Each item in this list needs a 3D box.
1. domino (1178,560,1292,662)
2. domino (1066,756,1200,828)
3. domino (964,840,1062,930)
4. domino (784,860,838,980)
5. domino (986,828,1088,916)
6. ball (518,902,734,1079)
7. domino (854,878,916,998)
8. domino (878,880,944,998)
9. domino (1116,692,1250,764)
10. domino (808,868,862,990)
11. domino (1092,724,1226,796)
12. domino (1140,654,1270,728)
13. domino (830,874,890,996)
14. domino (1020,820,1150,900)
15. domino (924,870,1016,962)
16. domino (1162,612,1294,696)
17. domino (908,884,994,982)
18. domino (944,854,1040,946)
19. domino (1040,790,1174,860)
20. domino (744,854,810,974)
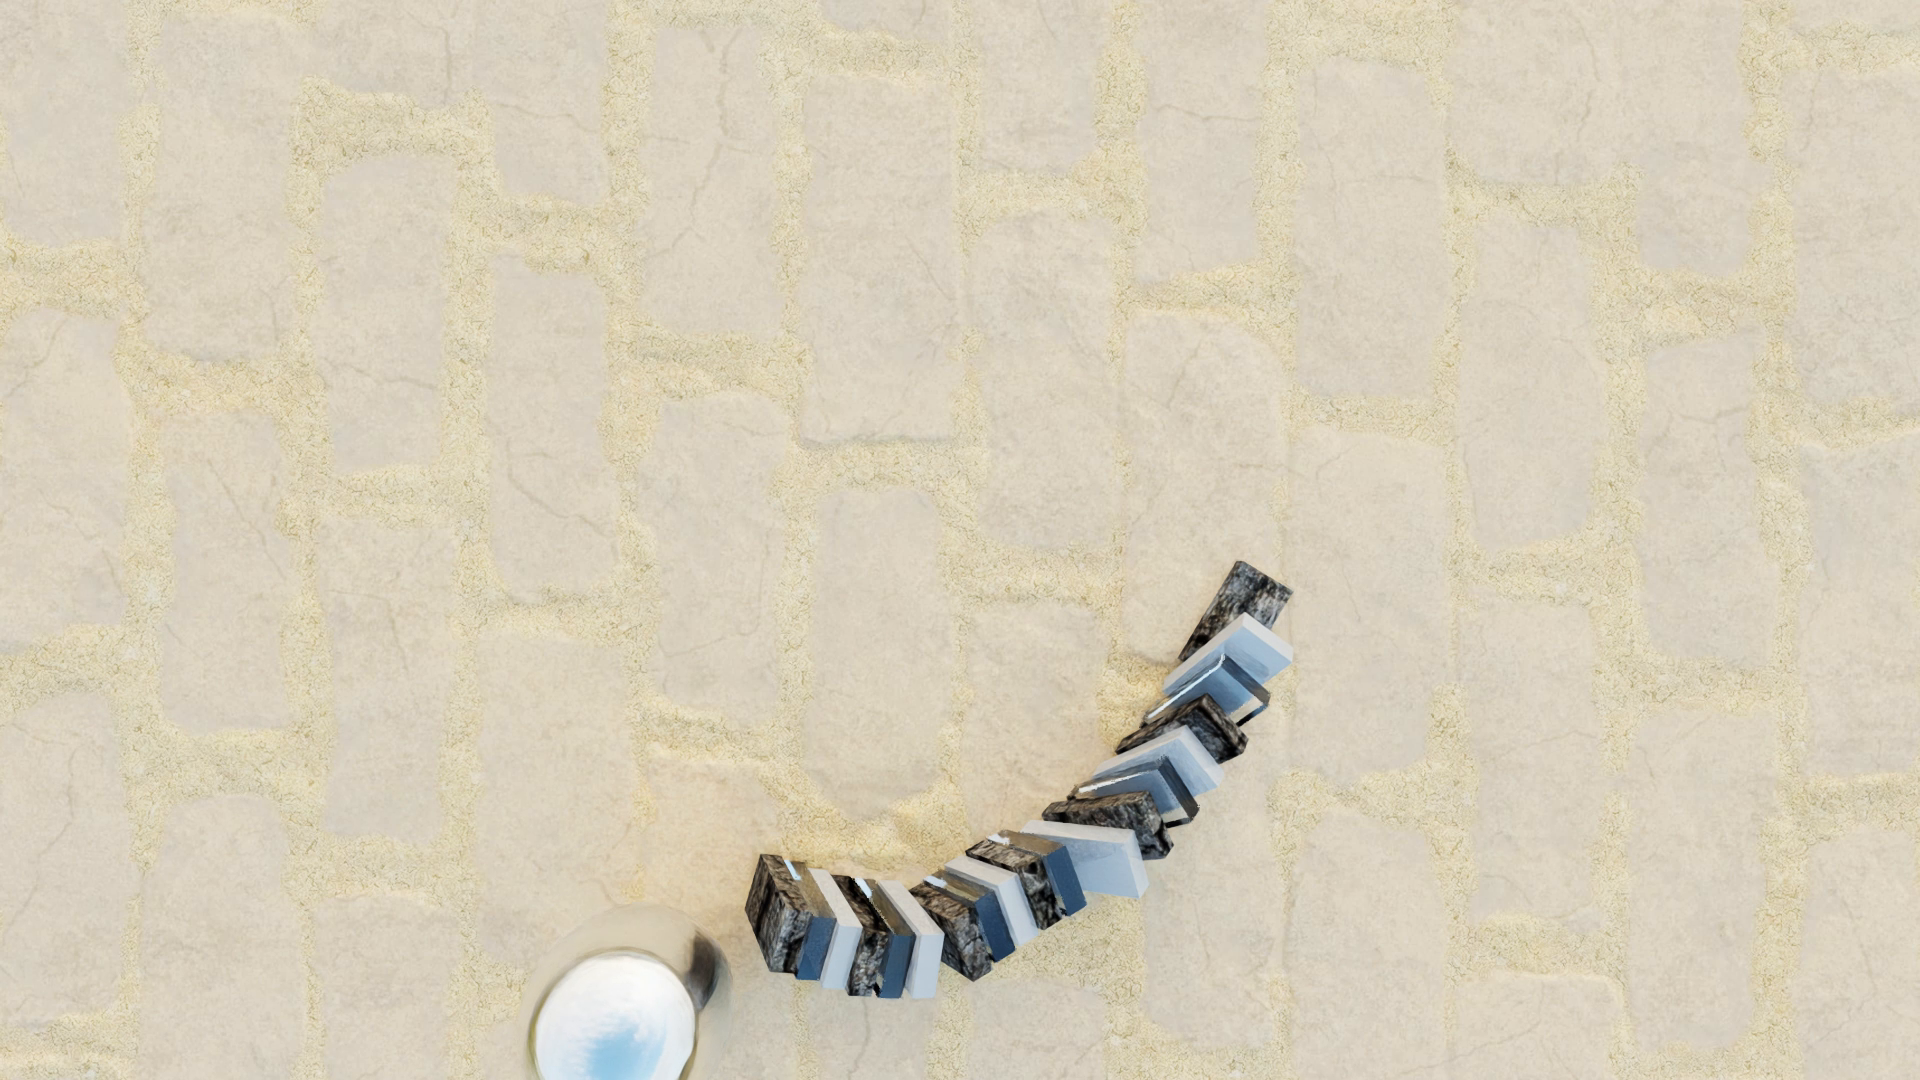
[{"bbox_3d":[0.119,0.037,0.395,0.025,0.009,0.050,31,90,0],"label":"domino"},{"bbox_3d":[0.071,0.109,0.380,0.050,0.009,0.025,-32,91,40],"label":"domino"},{"bbox_3d":[0.021,0.141,0.376,0.009,0.050,0.025,-20,90,-27],"label":"domino"},{"bbox_3d":[-0.065,0.154,0.375,0.009,0.050,0.025,16,90,-25],"label":"domino"},{"bbox_3d":[0.031,0.135,0.376,0.010,0.050,0.025,-20,90,-27],"label":"domino"},{"bbox_3d":[-0.130,0.185,0.360,0.080,0.080,0.080,0,90,0],"label":"ball"},{"bbox_3d":[-0.034,0.162,0.375,0.010,0.050,0.025,14,90,-25],"label":"domino"},{"bbox_3d":[-0.023,0.162,0.375,0.010,0.050,0.025,9,91,-25],"label":"domino"},{"bbox_3d":[0.091,0.085,0.380,0.025,0.009,0.050,48,130,0],"label":"domino"},{"bbox_3d":[-0.055,0.158,0.375,0.010,0.050,0.025,16,90,-25],"label":"domino"},{"bbox_3d":[0.081,0.097,0.380,0.025,0.009,0.050,52,131,0],"label":"domino"},{"bbox_3d":[0.101,0.071,0.381,0.025,0.009,0.050,41,127,0],"label":"domino"},{"bbox_3d":[-0.045,0.161,0.375,0.010,0.050,0.025,16,90,-25],"label":"domino"},{"bbox_3d":[0.051,0.131,0.379,0.050,0.010,0.025,-8,104,38],"label":"domino"},{"bbox_3d":[0.003,0.153,0.376,0.009,0.050,0.025,-20,90,-27],"label":"domino"},{"bbox_3d":[0.110,0.054,0.380,0.025,0.009,0.050,36,127,-4],"label":"domino"},{"bbox_3d":[-0.006,0.160,0.375,0.010,0.050,0.025,-20,92,-27],"label":"domino"},{"bbox_3d":[0.012,0.147,0.376,0.009,0.050,0.025,-20,90,-27],"label":"domino"},{"bbox_3d":[0.060,0.120,0.380,0.050,0.010,0.025,-22,95,40],"label":"domino"},{"bbox_3d":[-0.075,0.152,0.375,0.009,0.050,0.025,16,90,-25],"label":"domino"}]
